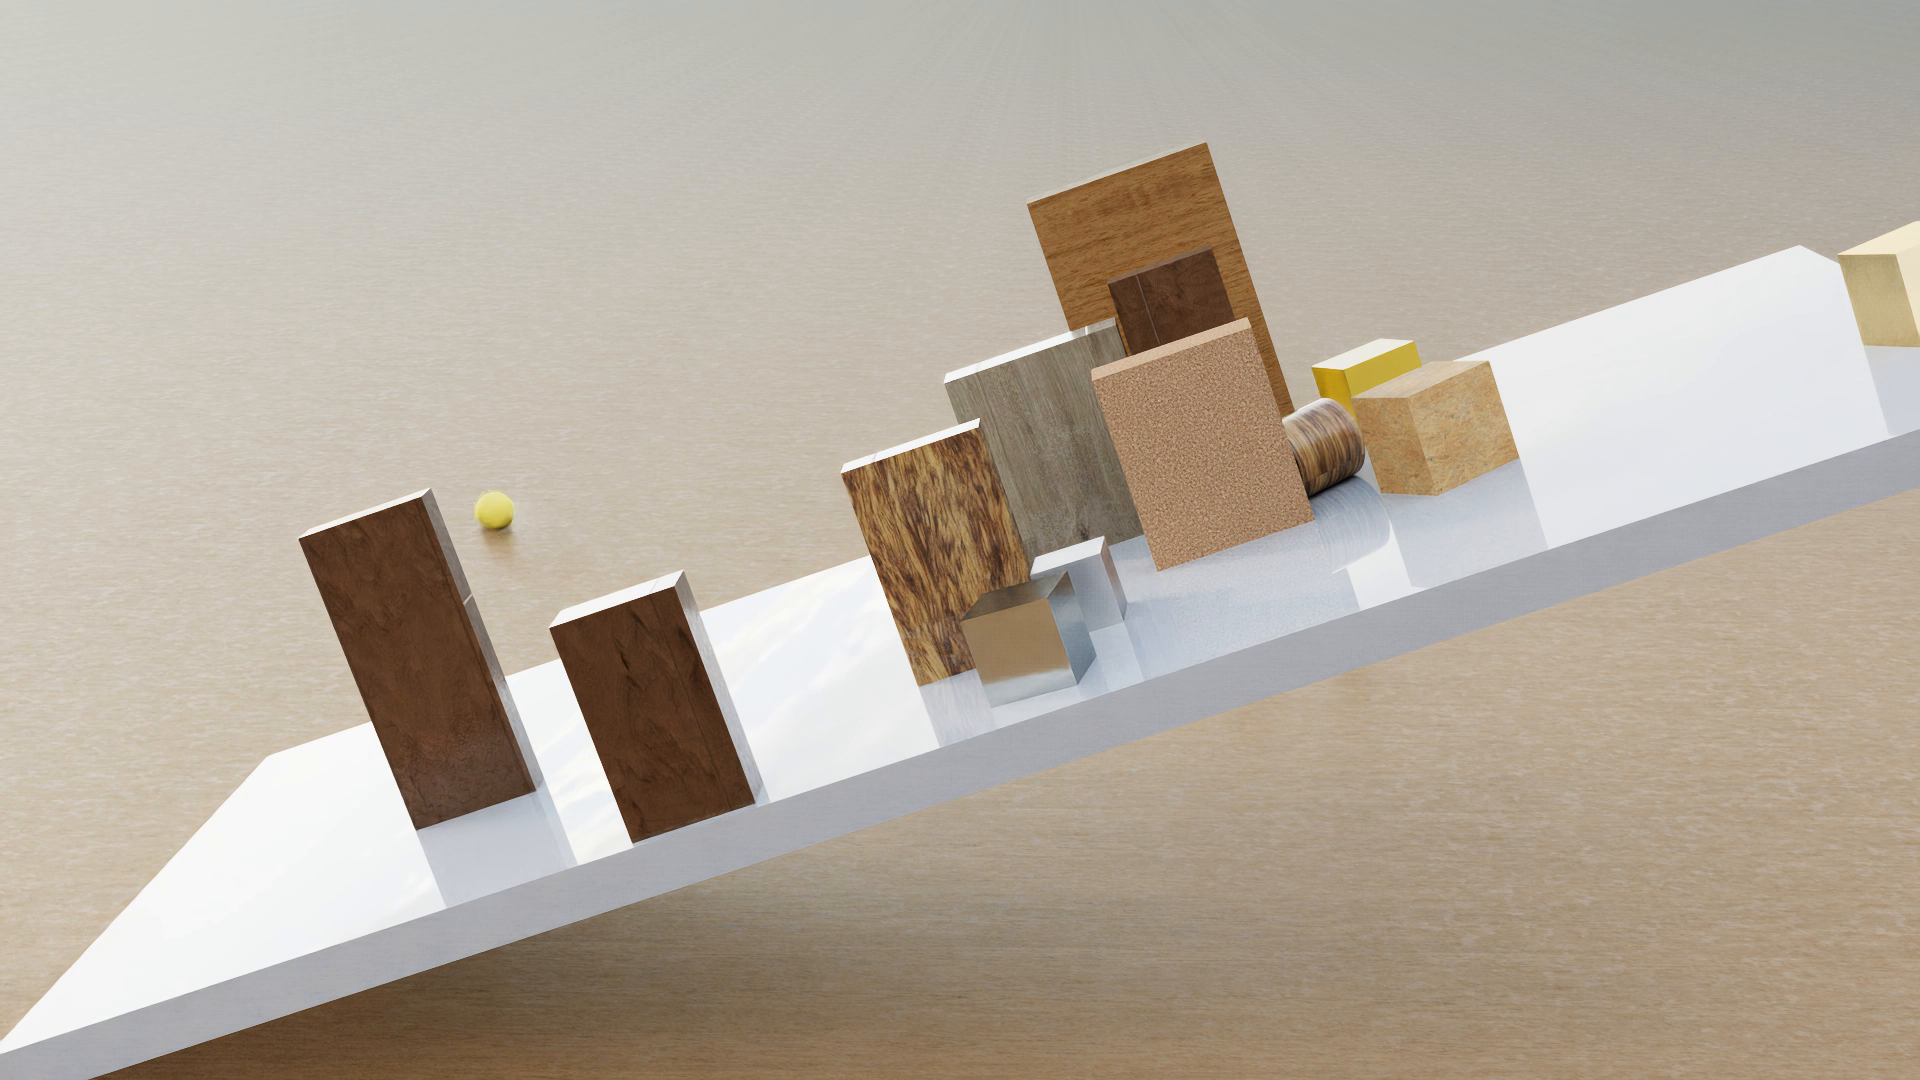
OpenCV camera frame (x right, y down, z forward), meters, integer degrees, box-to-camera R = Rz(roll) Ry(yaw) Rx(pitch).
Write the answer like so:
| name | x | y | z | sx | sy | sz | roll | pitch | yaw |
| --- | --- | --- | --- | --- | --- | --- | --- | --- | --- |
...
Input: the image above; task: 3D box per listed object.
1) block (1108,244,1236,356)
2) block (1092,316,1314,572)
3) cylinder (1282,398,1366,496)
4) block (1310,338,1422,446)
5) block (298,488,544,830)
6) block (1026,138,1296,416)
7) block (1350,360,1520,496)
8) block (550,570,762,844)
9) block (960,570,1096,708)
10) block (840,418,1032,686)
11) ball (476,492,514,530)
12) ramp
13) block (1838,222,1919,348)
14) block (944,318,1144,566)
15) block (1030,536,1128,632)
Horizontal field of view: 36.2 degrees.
| name | x | y | z | sx | sy | sz | roll | pitch | yaw |
| --- | --- | --- | --- | --- | --- | --- | --- | --- | --- |
| block | 0.532 | -0.376 | 6.637 | 0.245 | 0.523 | 0.090 | -18 | 11 | 6 |
| block | 0.502 | -0.199 | 6.089 | 0.340 | 0.422 | 0.149 | -18 | 11 | 6 |
| cylinder | 0.738 | -0.188 | 6.276 | 0.177 | 0.177 | 0.177 | -25 | 23 | -27 |
| block | 0.935 | -0.335 | 6.640 | 0.181 | 0.181 | 0.181 | -22 | 11 | -14 |
| block | -1.111 | 0.249 | 6.083 | 0.271 | 0.657 | 0.092 | -18 | 11 | 6 |
| block | 0.488 | -0.550 | 7.068 | 0.447 | 0.711 | 0.127 | -18 | 11 | 6 |
| block | 0.967 | -0.229 | 5.993 | 0.210 | 0.210 | 0.210 | -24 | 12 | -21 |
| block | -0.558 | 0.307 | 5.431 | 0.244 | 0.432 | 0.133 | -18 | 11 | 6 |
| block | 0.130 | 0.185 | 5.512 | 0.175 | 0.175 | 0.175 | -16 | 12 | 19 |
| block | -0.022 | 0.026 | 5.814 | 0.284 | 0.456 | 0.098 | -18 | 11 | 6 |
| ball | -1.673 | -0.104 | 10.589 | 0.141 | 0.141 | 0.141 | 0 | 12 | 0 |
| ramp | 0.109 | 0.179 | 6.303 | 4.000 | 0.100 | 2.000 | -18 | 11 | 6 |
| block | 1.887 | -0.505 | 5.787 | 0.192 | 0.192 | 0.192 | -22 | 11 | -15 |
| block | 0.229 | -0.205 | 6.493 | 0.394 | 0.460 | 0.129 | -18 | 11 | 6 |
| block | 0.236 | 0.098 | 5.833 | 0.146 | 0.146 | 0.146 | -18 | 11 | 10 |
